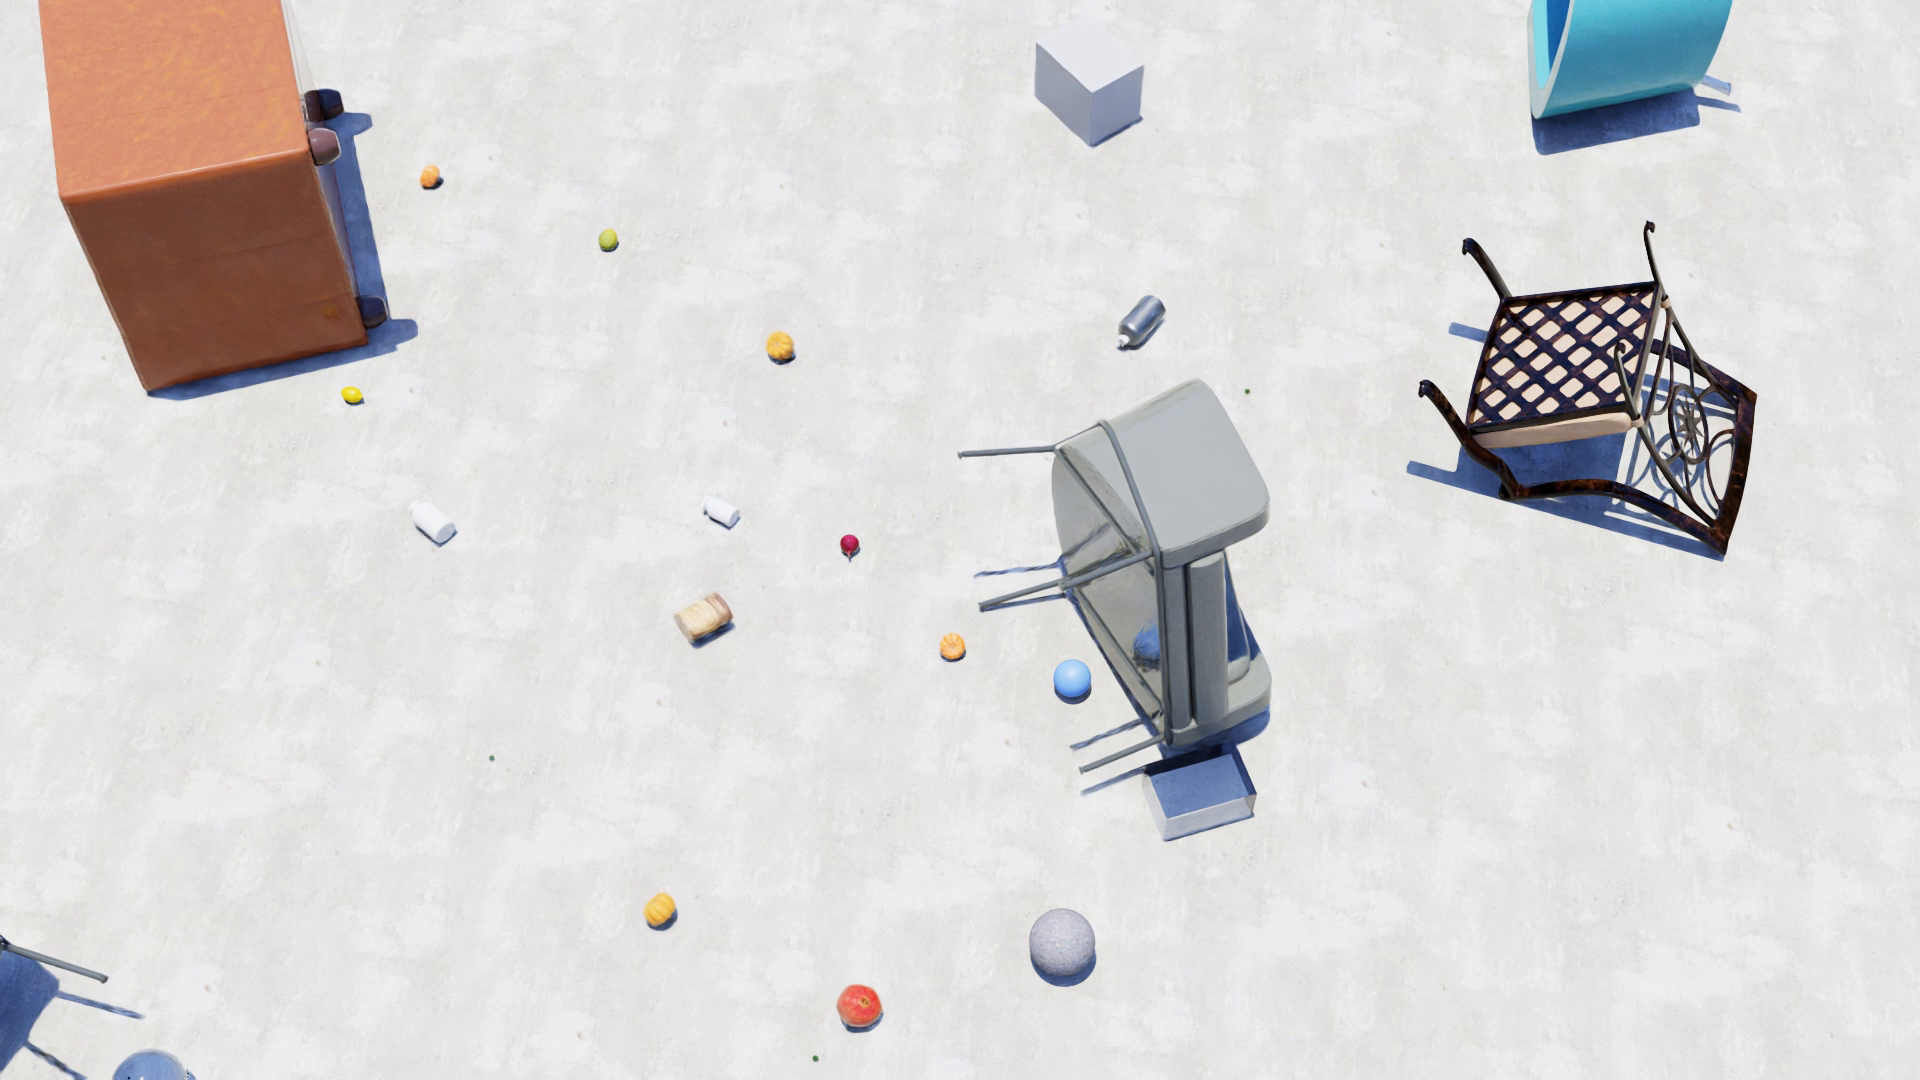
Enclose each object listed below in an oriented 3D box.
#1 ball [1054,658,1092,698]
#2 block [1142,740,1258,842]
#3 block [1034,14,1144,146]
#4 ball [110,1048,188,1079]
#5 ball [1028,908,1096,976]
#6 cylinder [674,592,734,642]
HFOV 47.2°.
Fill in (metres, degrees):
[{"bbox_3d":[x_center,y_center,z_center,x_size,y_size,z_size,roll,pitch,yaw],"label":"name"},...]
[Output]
[{"bbox_3d":[0.319,0.392,6.245,0.109,0.109,0.109,0,56,0],"label":"ball"},{"bbox_3d":[0.654,0.687,6.031,0.262,0.136,0.174,-14,57,-9],"label":"block"},{"bbox_3d":[0.436,-1.562,7.469,0.223,0.255,0.303,-32,62,-19],"label":"block"},{"bbox_3d":[-2.043,1.375,5.539,0.186,0.186,0.186,0,56,0],"label":"ball"},{"bbox_3d":[0.267,1.053,5.761,0.176,0.176,0.176,0,56,0],"label":"ball"},{"bbox_3d":[-0.743,0.223,6.370,0.137,0.081,0.120,-30,35,-18],"label":"cylinder"}]
